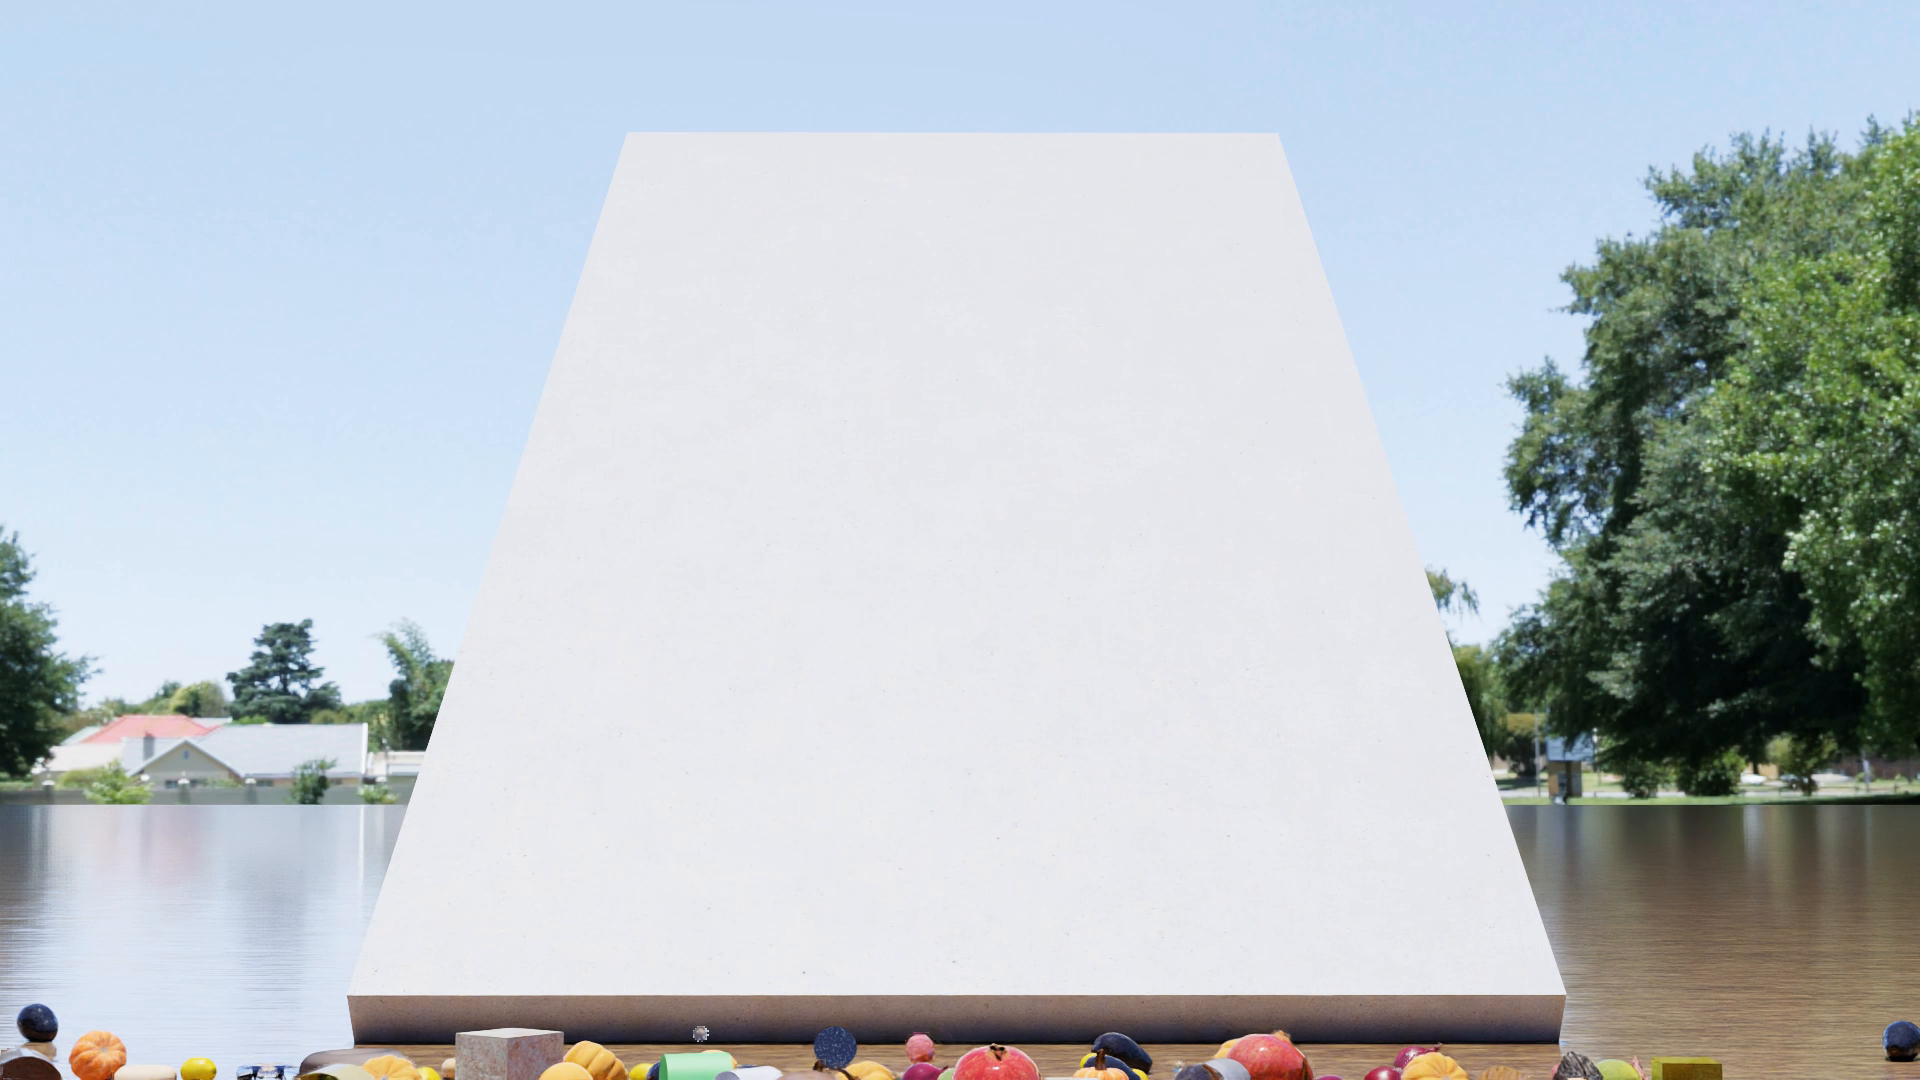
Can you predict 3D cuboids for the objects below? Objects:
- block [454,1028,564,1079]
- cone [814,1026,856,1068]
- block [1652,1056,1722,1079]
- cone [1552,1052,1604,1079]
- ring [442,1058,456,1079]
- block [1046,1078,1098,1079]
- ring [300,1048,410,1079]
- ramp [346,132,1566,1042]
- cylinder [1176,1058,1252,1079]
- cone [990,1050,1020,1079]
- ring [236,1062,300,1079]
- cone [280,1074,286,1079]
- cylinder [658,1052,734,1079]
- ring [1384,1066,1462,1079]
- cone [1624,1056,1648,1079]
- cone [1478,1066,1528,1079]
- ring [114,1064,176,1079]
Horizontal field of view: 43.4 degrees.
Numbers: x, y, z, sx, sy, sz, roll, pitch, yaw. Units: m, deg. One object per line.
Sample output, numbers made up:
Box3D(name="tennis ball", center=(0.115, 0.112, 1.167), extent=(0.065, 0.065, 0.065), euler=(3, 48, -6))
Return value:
Box3D(name="block", center=(-0.586, 0.690, 3.140), extent=(0.098, 0.098, 0.098), euler=(-5, -8, 37))
Box3D(name="cone", center=(-0.191, 0.780, 3.662), extent=(0.065, 0.065, 0.065), euler=(1, -33, -7))
Box3D(name="block", center=(0.915, 0.692, 3.041), extent=(0.073, 0.073, 0.073), euler=(-1, -6, 5))
Box3D(name="cone", center=(0.781, 0.720, 3.138), extent=(0.084, 0.084, 0.084), euler=(5, -34, -40))
Box3D(name="ring", center=(-0.703, 0.761, 3.484), extent=(0.089, 0.030, 0.089), euler=(-1, -7, 0))
Box3D(name="block", center=(0.136, 0.683, 2.911), extent=(0.062, 0.062, 0.062), euler=(0, -6, 1))
Box3D(name="ring", center=(-0.846, 0.740, 3.373), extent=(0.150, 0.050, 0.150), euler=(-1, -7, 0))
Box3D(name="ramp", center=(-0.013, -0.210, 5.717), extent=(2.000, 0.100, 4.000), euler=(0, 30, 0))
Box3D(name="cylinder", center=(0.312, 0.683, 2.981), extent=(0.079, 0.079, 0.079), euler=(-3, -7, 28))
Box3D(name="cone", center=(0.060, 0.706, 3.174), extent=(0.073, 0.073, 0.073), euler=(0, -6, 0))
Box3D(name="ring", center=(-0.975, 0.753, 3.403), extent=(0.088, 0.029, 0.088), euler=(0, -8, 0))
Box3D(name="cone", center=(-0.861, 0.706, 3.073), extent=(0.053, 0.053, 0.053), euler=(0, -6, 0))
Box3D(name="cylinder", center=(-0.332, 0.687, 3.036), extent=(0.082, 0.082, 0.082), euler=(2, -6, -15))
Box3D(name="ring", center=(0.627, 0.735, 3.270), extent=(0.109, 0.036, 0.109), euler=(1, -6, 0))
Box3D(name="cone", center=(0.895, 0.714, 3.197), extent=(0.063, 0.063, 0.063), euler=(0, -6, 0))
Box3D(name="cone", center=(0.664, 0.707, 3.005), extent=(0.080, 0.080, 0.080), euler=(1, -33, -13))
Box3D(name="ring", center=(-1.139, 0.751, 3.378), extent=(0.084, 0.028, 0.084), euler=(1, -7, 0))
